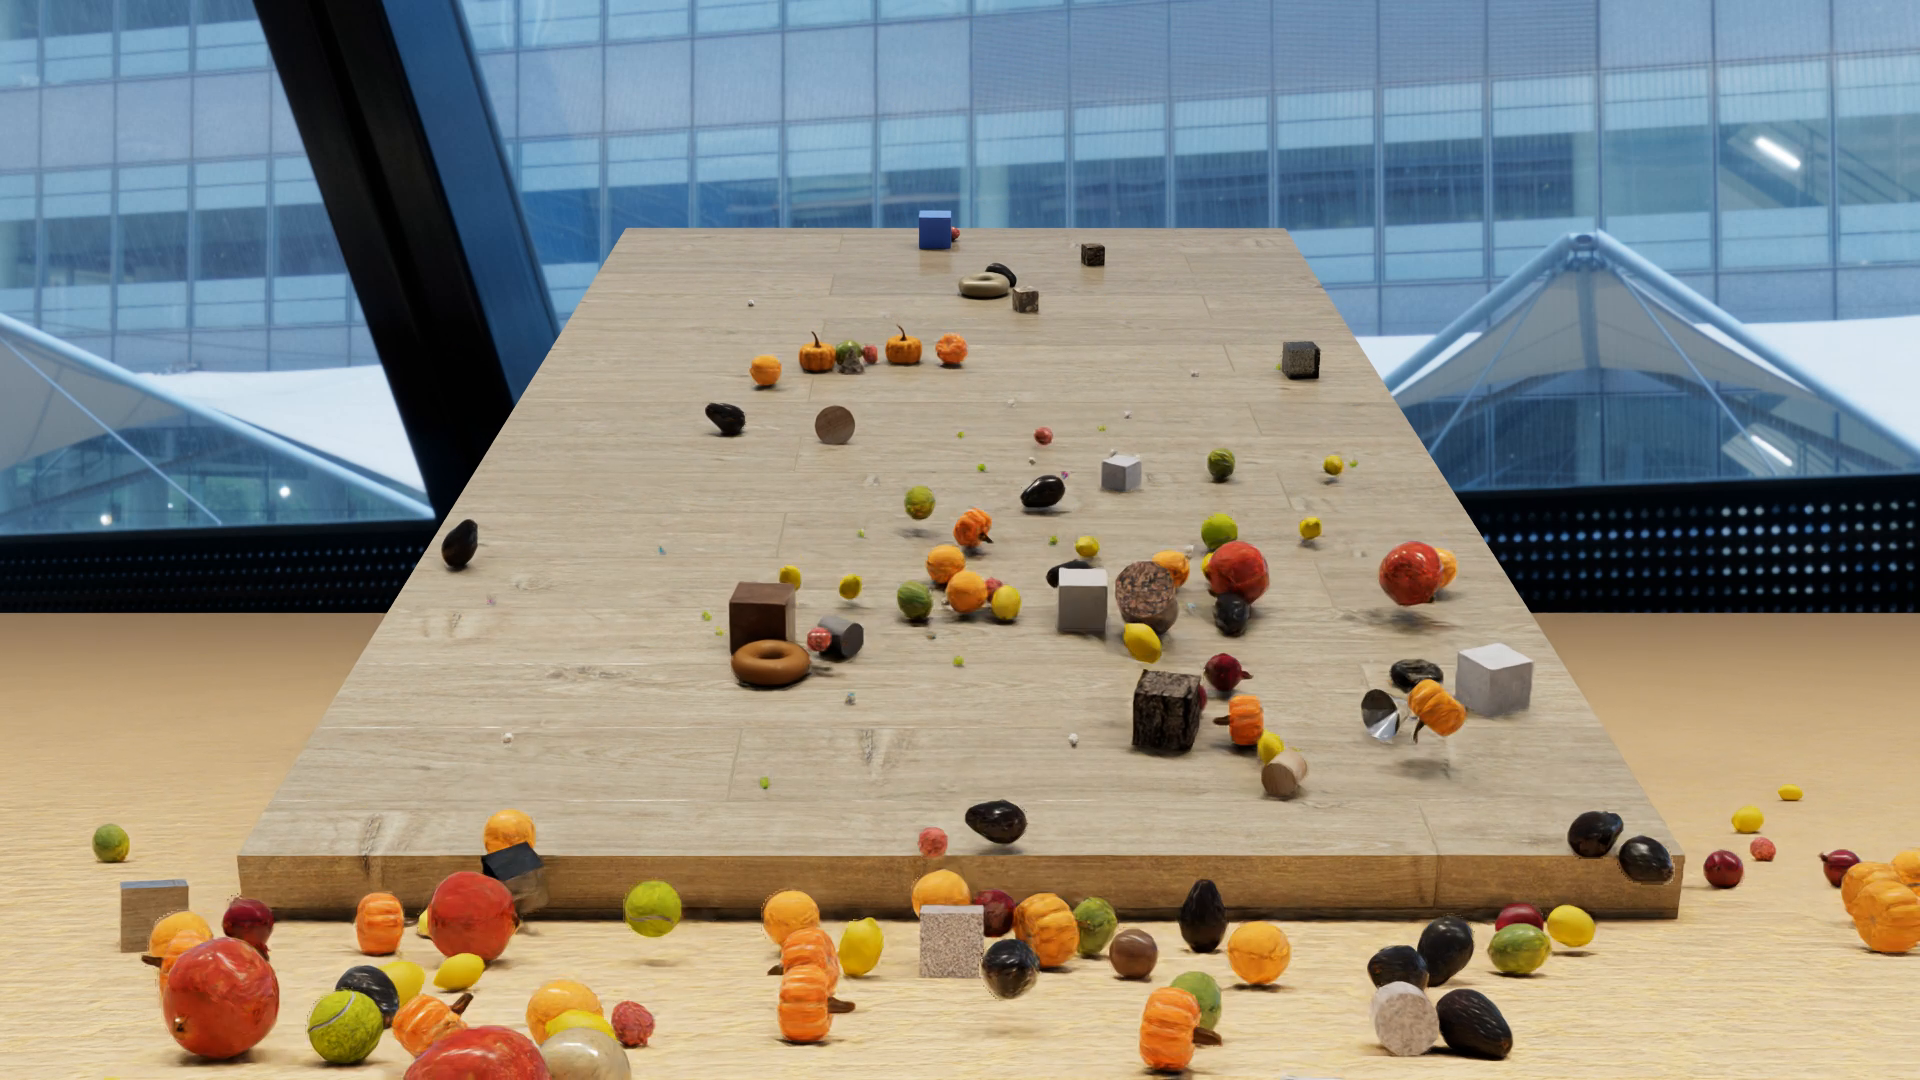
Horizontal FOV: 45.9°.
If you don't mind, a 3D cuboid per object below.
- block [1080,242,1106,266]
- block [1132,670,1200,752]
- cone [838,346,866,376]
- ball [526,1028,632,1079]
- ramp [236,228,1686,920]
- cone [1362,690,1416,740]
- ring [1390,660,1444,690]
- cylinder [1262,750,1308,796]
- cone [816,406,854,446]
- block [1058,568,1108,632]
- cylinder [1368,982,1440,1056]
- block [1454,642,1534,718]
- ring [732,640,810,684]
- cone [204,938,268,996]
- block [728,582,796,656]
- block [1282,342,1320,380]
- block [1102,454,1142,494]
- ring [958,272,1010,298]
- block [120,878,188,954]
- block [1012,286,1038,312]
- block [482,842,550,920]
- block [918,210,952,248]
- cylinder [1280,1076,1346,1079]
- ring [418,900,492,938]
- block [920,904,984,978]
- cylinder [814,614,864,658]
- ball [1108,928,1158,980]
[{"bbox_3d":[0.377,-0.811,6.444,0.053,0.053,0.053,-6,21,-15],"label":"block"},{"bbox_3d":[0.317,0.261,3.479,0.089,0.089,0.089,5,21,13],"label":"block"},{"bbox_3d":[-0.258,-0.432,5.392,0.065,0.065,0.065,0,20,0],"label":"cone"},{"bbox_3d":[-0.310,0.440,1.848,0.085,0.085,0.085,0,-2,0],"label":"ball"},{"bbox_3d":[-0.005,-0.209,5.027,2.000,0.100,4.000,0,20,0],"label":"ramp"},{"bbox_3d":[0.676,0.261,3.497,0.080,0.080,0.080,-12,5,-34],"label":"cone"},{"bbox_3d":[0.741,0.218,3.686,0.086,0.029,0.086,1,20,0],"label":"ring"},{"bbox_3d":[0.474,0.340,3.318,0.052,0.052,0.052,-1,17,30],"label":"cylinder"},{"bbox_3d":[-0.266,-0.241,4.914,0.087,0.087,0.087,0,-6,3],"label":"cone"},{"bbox_3d":[0.211,0.103,3.918,0.083,0.083,0.083,1,20,2],"label":"block"},{"bbox_3d":[0.436,0.471,2.232,0.062,0.062,0.062,0,-2,4],"label":"cylinder"},{"bbox_3d":[0.845,0.222,3.596,0.083,0.083,0.083,-9,22,-24],"label":"block"},{"bbox_3d":[-0.308,0.200,3.711,0.128,0.043,0.128,1,20,0],"label":"ring"},{"bbox_3d":[-0.831,0.497,2.567,0.066,0.066,0.066,-1,25,29],"label":"cone"},{"bbox_3d":[-0.331,0.133,3.815,0.095,0.095,0.095,2,20,5],"label":"block"},{"bbox_3d":[0.807,-0.425,5.372,0.071,0.071,0.071,-3,20,-7],"label":"block"},{"bbox_3d":[0.327,-0.134,4.597,0.058,0.058,0.058,15,25,35],"label":"block"},{"bbox_3d":[0.065,-0.687,6.115,0.140,0.047,0.140,-1,21,0],"label":"ring"},{"bbox_3d":[-1.034,0.481,2.912,0.081,0.081,0.081,1,-2,-22],"label":"block"},{"bbox_3d":[0.172,-0.631,5.952,0.054,0.054,0.054,-6,21,-16],"label":"block"},{"bbox_3d":[-0.596,0.456,3.044,0.064,0.064,0.064,-17,34,-29],"label":"block"},{"bbox_3d":[-0.073,-0.910,6.653,0.092,0.092,0.092,0,20,1],"label":"block"},{"bbox_3d":[0.286,0.463,1.844,0.053,0.053,0.053,1,-2,9],"label":"cylinder"},{"bbox_3d":[-0.671,0.504,3.019,0.098,0.033,0.098,-6,6,1],"label":"ring"},{"bbox_3d":[-0.009,0.478,2.705,0.076,0.076,0.076,0,-2,1],"label":"block"},{"bbox_3d":[-0.202,0.160,3.793,0.059,0.059,0.059,15,7,36],"label":"cylinder"},{"bbox_3d":[0.204,0.485,2.662,0.058,0.058,0.058,0,-2,0],"label":"ball"}]
